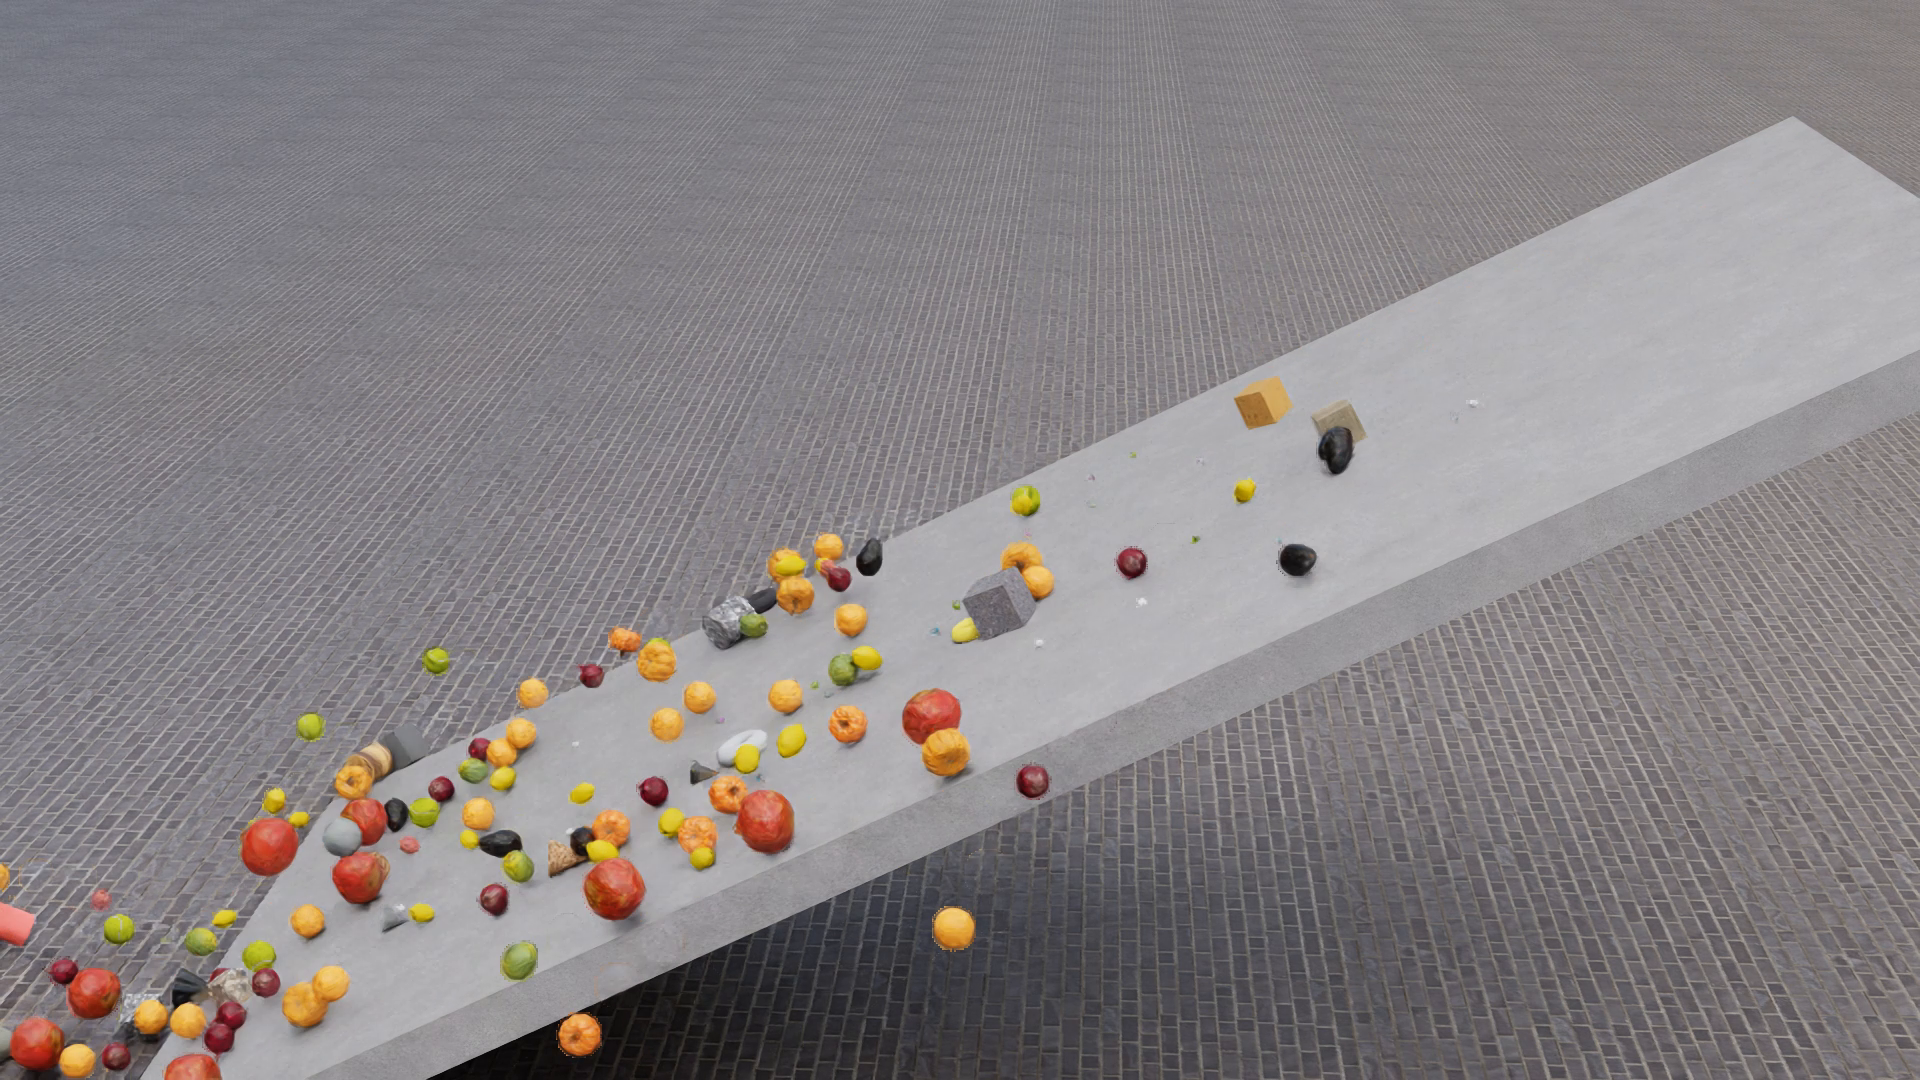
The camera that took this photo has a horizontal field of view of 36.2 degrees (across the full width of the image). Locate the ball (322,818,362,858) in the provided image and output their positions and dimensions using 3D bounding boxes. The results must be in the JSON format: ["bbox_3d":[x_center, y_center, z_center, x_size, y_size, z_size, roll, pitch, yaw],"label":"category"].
[{"bbox_3d":[-1.306,0.630,6.224,0.082,0.082,0.082,0,16,0],"label":"ball"}]

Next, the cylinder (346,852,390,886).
[{"bbox_3d":[-1.330,0.740,6.606,0.071,0.071,0.071,-15,2,-42],"label":"cylinder"}]

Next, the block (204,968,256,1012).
[{"bbox_3d":[-1.551,0.956,6.257,0.063,0.063,0.063,-15,18,42],"label":"block"}]

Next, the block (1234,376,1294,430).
[{"bbox_3d":[0.683,-0.309,6.616,0.080,0.080,0.080,-13,19,46],"label":"block"}]

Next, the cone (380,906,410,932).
[{"bbox_3d":[-1.188,0.801,6.213,0.055,0.055,0.055,-3,16,10],"label":"cone"}]

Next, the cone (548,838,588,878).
[{"bbox_3d":[-0.796,0.649,6.001,0.079,0.079,0.079,0,16,0],"label":"cone"}]

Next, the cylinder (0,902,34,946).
[{"bbox_3d":[-2.206,0.894,6.836,0.078,0.078,0.078,27,5,-24],"label":"cylinder"}]

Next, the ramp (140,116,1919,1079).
[{"bbox_3d":[0.138,0.168,6.281,4.000,0.100,2.000,-25,14,10],"label":"ramp"}]

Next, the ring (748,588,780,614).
[{"bbox_3d":[-0.493,0.154,7.258,0.104,0.035,0.104,-25,14,7],"label":"ring"}]

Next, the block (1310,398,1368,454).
[{"bbox_3d":[0.791,-0.239,6.147,0.081,0.081,0.081,-27,13,2],"label":"block"}]

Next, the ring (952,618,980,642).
[{"bbox_3d":[0.024,0.185,6.160,0.091,0.030,0.091,-25,15,7],"label":"ring"}]

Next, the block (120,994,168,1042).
[{"bbox_3d":[-1.790,1.048,6.447,0.073,0.073,0.073,-1,43,2],"label":"block"}]

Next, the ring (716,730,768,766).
[{"bbox_3d":[-0.454,0.434,6.137,0.116,0.039,0.116,-25,14,6],"label":"ring"}]

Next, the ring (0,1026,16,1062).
[{"bbox_3d":[-2.122,1.097,6.372,0.147,0.049,0.147,1,17,0],"label":"ring"}]

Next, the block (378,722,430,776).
[{"bbox_3d":[-1.446,0.543,7.589,0.094,0.094,0.094,-34,-1,23],"label":"block"}]

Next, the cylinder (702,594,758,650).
[{"bbox_3d":[-0.554,0.198,7.076,0.096,0.096,0.096,16,41,42],"label":"cylinder"}]

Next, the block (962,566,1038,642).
[{"bbox_3d":[0.082,0.131,6.095,0.100,0.100,0.100,-21,15,25],"label":"block"}]

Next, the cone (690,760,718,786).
[{"bbox_3d":[-0.528,0.485,6.119,0.055,0.055,0.055,1,17,4],"label":"cone"}]

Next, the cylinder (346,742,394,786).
[{"bbox_3d":[-1.509,0.575,7.517,0.087,0.087,0.087,9,23,28],"label":"cylinder"}]
